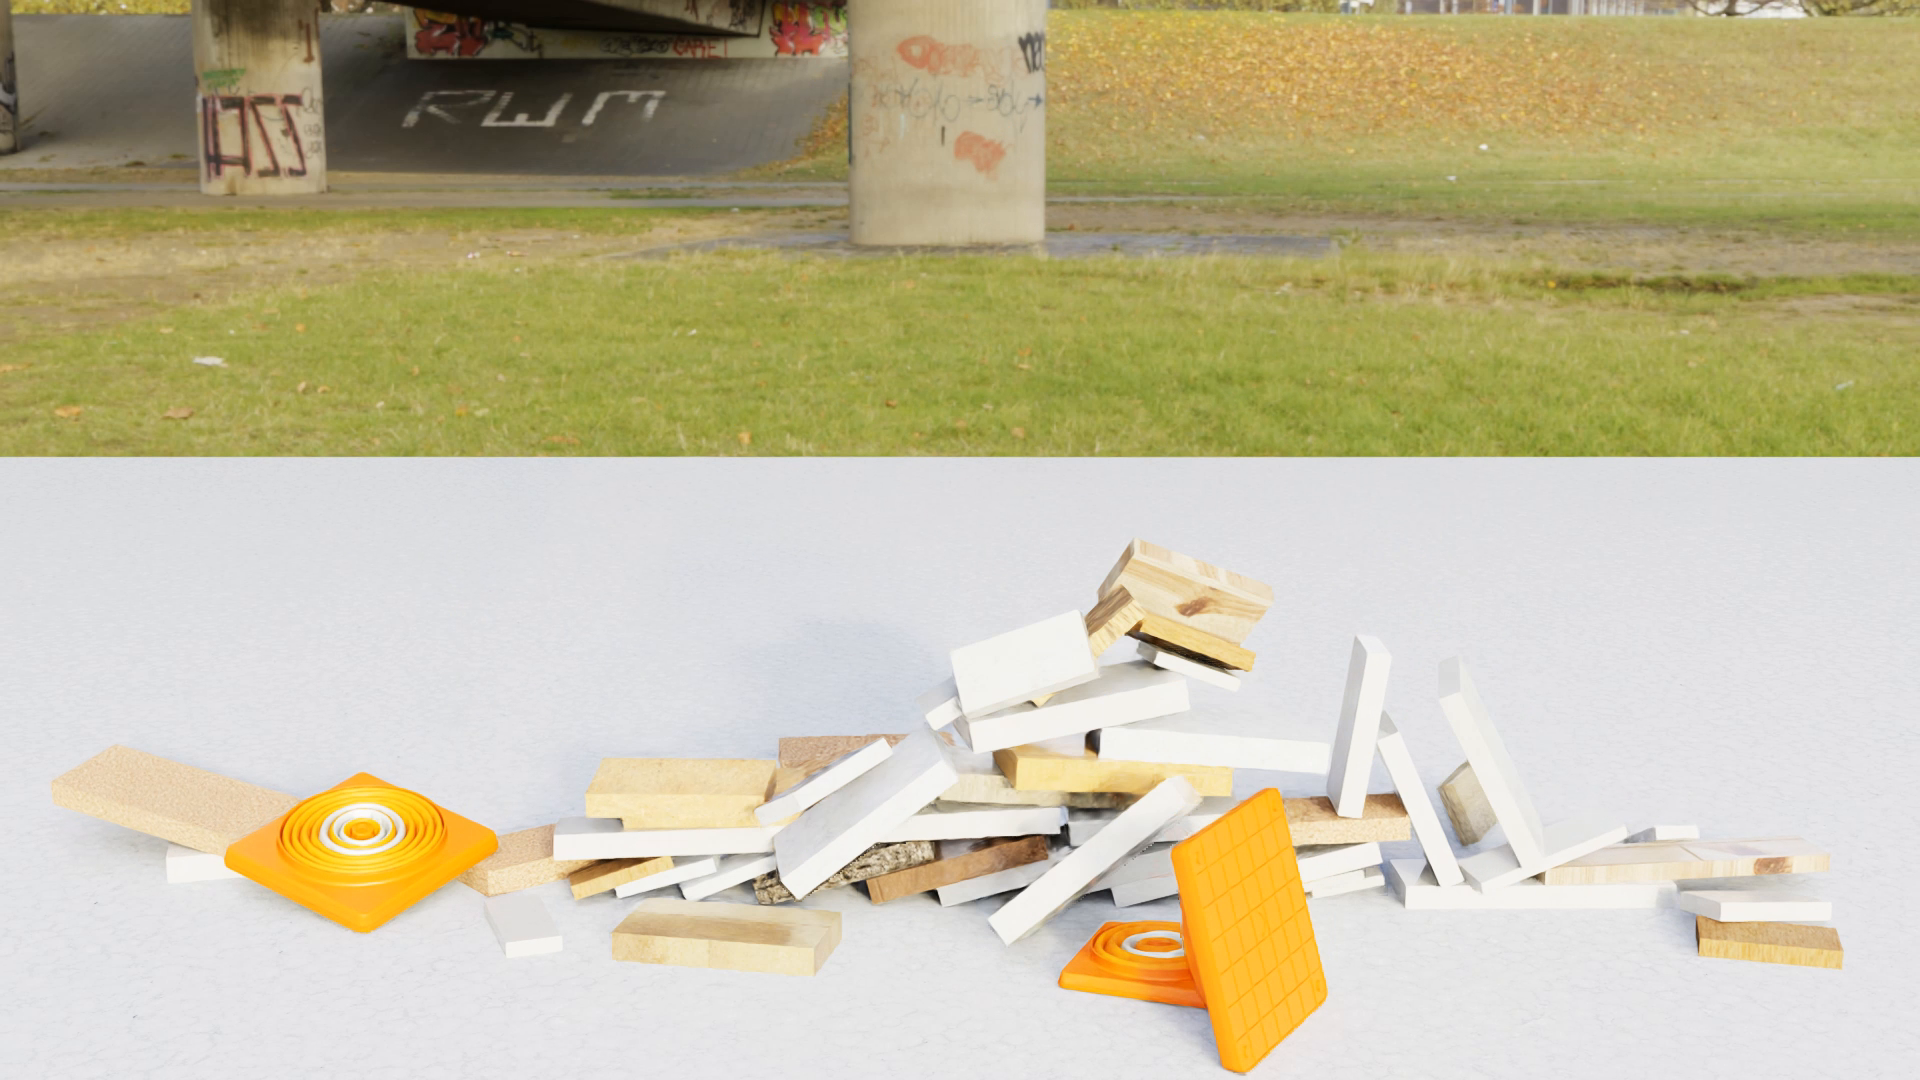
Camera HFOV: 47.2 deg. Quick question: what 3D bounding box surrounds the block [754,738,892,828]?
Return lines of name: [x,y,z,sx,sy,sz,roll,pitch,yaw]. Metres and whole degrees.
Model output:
block: [-0.218,0.388,3.528,0.109,0.031,0.219,-28,0,45]

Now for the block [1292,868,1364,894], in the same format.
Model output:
block: [0.610,0.558,3.656,0.120,0.017,0.060,-14,10,10]

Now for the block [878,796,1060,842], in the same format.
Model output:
block: [0.013,0.448,3.633,0.297,0.042,0.149,-3,10,0]

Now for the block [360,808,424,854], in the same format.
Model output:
block: [-1.032,0.524,3.958,0.087,0.025,0.174,-6,12,-28]

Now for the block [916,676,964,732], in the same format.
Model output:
block: [0.036,0.227,3.572,0.219,0.031,0.109,-32,13,-3]

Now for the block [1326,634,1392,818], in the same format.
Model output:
block: [0.653,0.303,3.604,0.039,0.274,0.137,8,11,0]

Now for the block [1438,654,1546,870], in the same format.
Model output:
block: [0.861,0.360,3.562,0.037,0.337,0.130,-23,17,20]

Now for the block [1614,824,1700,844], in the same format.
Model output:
block: [1.190,0.518,3.781,0.080,0.023,0.159,1,-19,-14]

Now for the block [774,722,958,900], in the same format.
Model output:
block: [-0.155,0.434,3.552,0.321,0.046,0.161,-37,20,4]

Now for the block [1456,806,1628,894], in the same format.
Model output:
block: [0.958,0.510,3.619,0.268,0.023,0.080,-19,21,-11]

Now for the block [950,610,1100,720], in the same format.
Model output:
block: [0.101,0.196,3.474,0.219,0.109,0.031,-19,-28,11]

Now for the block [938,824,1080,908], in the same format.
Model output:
block: [0.103,0.534,3.657,0.280,0.040,0.140,-15,10,5]

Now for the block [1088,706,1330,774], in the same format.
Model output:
block: [0.404,0.321,3.614,0.371,0.051,0.179,4,10,-4]

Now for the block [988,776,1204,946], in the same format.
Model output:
block: [0.211,0.490,3.377,0.348,0.049,0.174,-39,-12,8]

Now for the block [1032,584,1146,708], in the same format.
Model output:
block: [0.194,0.169,3.535,0.228,0.032,0.114,-41,12,3]

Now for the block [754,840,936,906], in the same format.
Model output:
block: [-0.190,0.529,3.665,0.297,0.042,0.148,-16,10,3]

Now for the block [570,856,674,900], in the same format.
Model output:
block: [-0.563,0.551,3.657,0.168,0.024,0.084,-17,8,-10]

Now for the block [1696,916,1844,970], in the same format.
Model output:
block: [1.252,0.623,3.409,0.207,0.029,0.103,3,11,15]

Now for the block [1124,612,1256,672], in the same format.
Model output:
block: [0.362,0.165,3.622,0.228,0.032,0.114,21,-8,-26]

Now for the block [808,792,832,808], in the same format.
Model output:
block: [-0.236,0.507,3.982,0.380,0.049,0.174,4,11,23]

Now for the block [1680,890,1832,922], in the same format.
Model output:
block: [1.272,0.585,3.517,0.207,0.029,0.103,3,0,-17]

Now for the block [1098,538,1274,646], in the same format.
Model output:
block: [0.373,0.092,3.636,0.259,0.130,0.037,19,38,-17]

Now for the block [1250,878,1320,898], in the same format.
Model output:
block: [0.535,0.562,3.656,0.120,0.017,0.060,-15,10,5]

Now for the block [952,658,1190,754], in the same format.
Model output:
block: [0.175,0.266,3.581,0.357,0.051,0.179,-11,11,-9]

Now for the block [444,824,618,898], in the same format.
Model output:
block: [-0.711,0.542,3.806,0.318,0.045,0.159,-9,14,-39]

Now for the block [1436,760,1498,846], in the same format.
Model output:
block: [0.936,0.469,4.001,0.032,0.114,0.228,-25,-3,30]

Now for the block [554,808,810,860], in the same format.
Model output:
block: [-0.455,0.493,3.695,0.440,0.042,0.147,-1,5,-7]

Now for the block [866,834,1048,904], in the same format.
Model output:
block: [-0.002,0.523,3.649,0.297,0.042,0.148,-15,10,5]

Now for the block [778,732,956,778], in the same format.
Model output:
block: [-0.182,0.435,4.370,0.348,0.049,0.174,-1,11,-6]

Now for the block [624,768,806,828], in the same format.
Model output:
block: [-0.410,0.433,3.704,0.293,0.042,0.147,-1,18,1]

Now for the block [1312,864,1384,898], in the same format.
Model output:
block: [0.643,0.568,3.665,0.120,0.017,0.060,-13,10,5]

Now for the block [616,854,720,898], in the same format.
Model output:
block: [-0.487,0.553,3.670,0.168,0.024,0.084,-15,8,2]

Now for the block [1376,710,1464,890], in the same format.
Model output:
block: [0.746,0.425,3.618,0.039,0.274,0.137,-24,9,6]

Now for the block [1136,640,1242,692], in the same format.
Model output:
block: [0.376,0.207,3.623,0.159,0.023,0.080,20,5,-20]

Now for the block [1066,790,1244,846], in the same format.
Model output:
block: [0.318,0.456,3.627,0.280,0.040,0.140,-3,11,1]

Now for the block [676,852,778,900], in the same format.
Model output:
block: [-0.385,0.553,3.658,0.168,0.024,0.084,-20,10,-14]

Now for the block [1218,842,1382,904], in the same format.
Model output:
block: [0.555,0.529,3.647,0.268,0.038,0.134,-15,10,5]

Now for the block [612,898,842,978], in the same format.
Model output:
block: [-0.360,0.614,3.412,0.321,0.046,0.161,2,11,12]

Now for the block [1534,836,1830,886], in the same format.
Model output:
block: [1.194,0.535,3.675,0.498,0.029,0.104,-2,11,-8]

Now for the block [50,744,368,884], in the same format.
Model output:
block: [-1.304,0.470,3.816,0.548,0.045,0.159,12,24,20]

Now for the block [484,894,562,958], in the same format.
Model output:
block: [-0.694,0.611,3.489,0.087,0.025,0.206,-4,11,-21]

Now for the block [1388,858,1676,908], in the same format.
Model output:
block: [0.949,0.571,3.663,0.443,0.039,0.137,0,11,-1]

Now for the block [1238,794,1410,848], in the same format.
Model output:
block: [0.597,0.462,3.629,0.268,0.038,0.134,-3,10,2]

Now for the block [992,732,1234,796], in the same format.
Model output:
block: [0.248,0.362,3.597,0.357,0.051,0.179,3,10,-12]

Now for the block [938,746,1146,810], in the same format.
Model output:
block: [0.128,0.393,3.639,0.341,0.046,0.161,4,10,-8]

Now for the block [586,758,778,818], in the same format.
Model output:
block: [-0.459,0.410,3.642,0.293,0.042,0.147,0,18,3]

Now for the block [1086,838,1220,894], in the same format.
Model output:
block: [0.286,0.524,3.651,0.280,0.040,0.140,-15,10,6]

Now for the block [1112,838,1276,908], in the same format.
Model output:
block: [0.383,0.538,3.650,0.268,0.038,0.134,-15,10,5]

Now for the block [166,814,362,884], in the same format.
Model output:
block: [-1.209,0.537,3.832,0.318,0.045,0.159,-3,11,-16]
